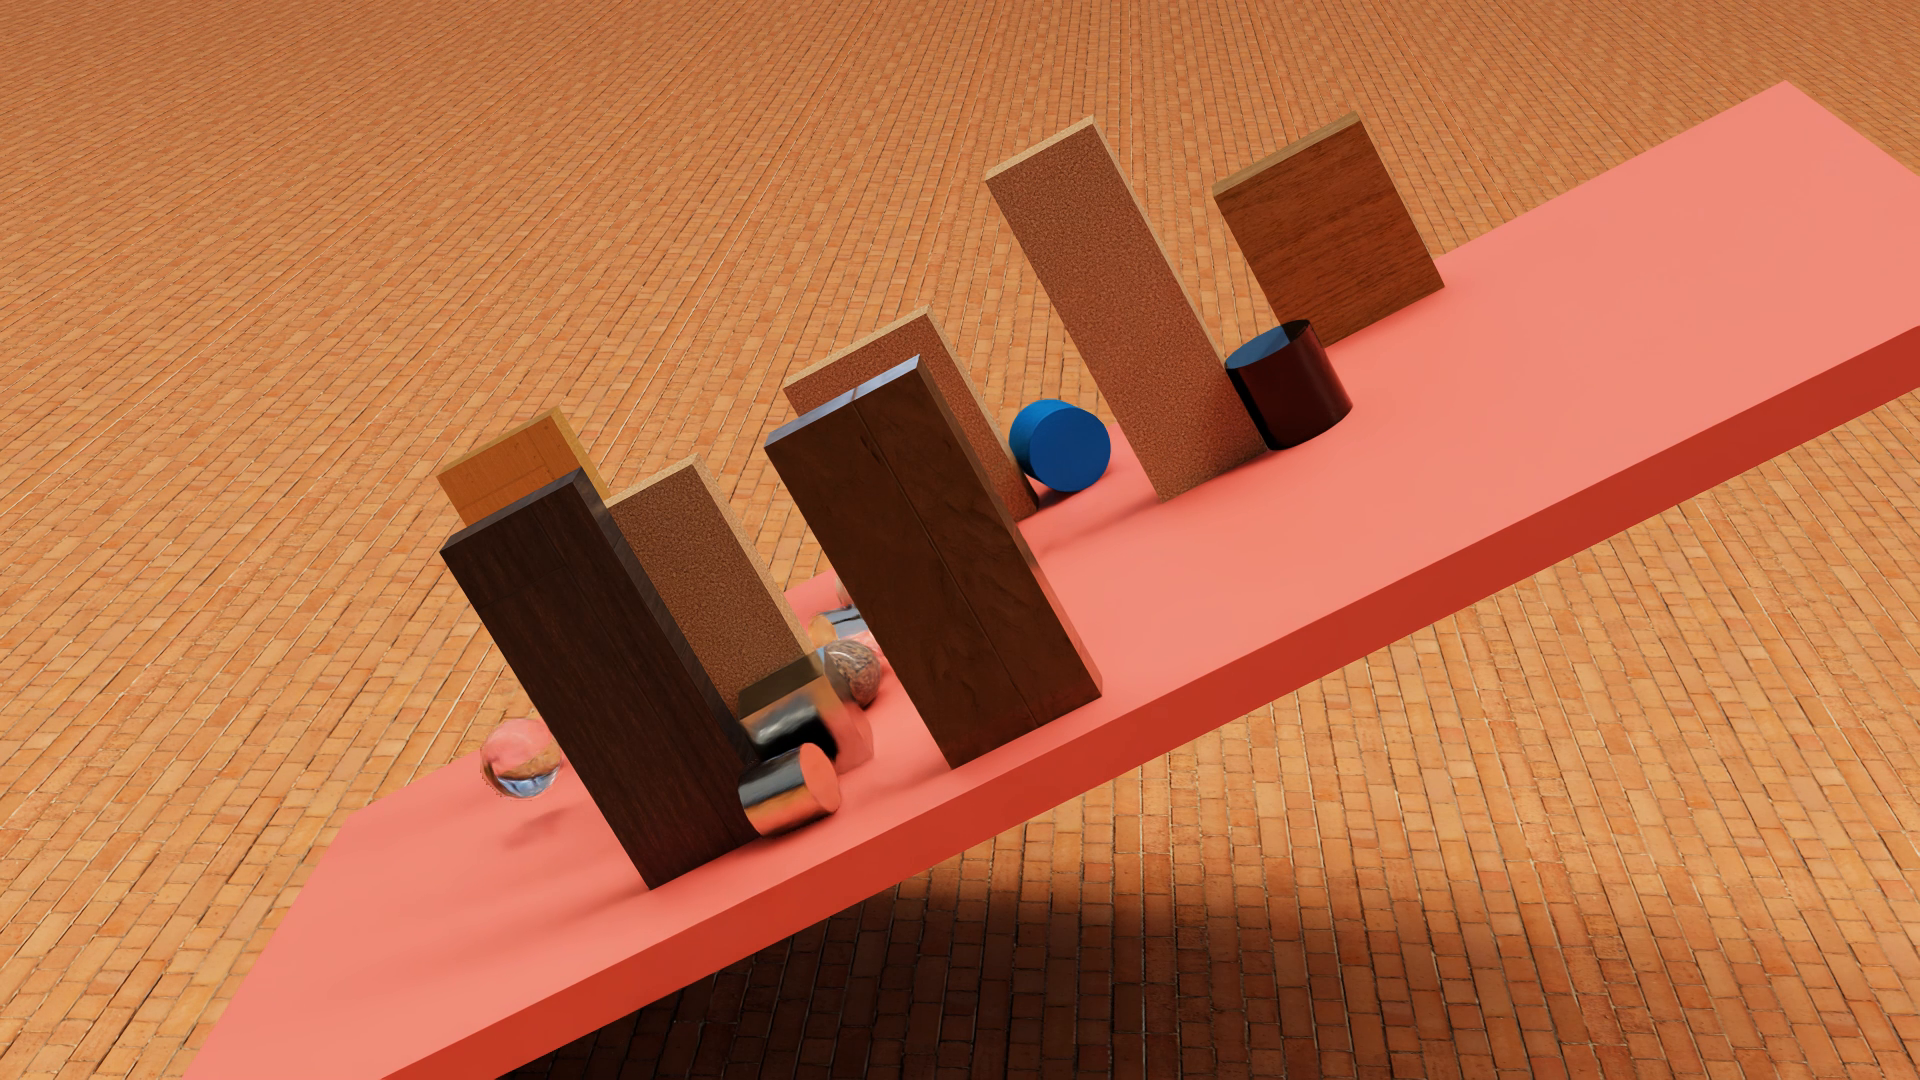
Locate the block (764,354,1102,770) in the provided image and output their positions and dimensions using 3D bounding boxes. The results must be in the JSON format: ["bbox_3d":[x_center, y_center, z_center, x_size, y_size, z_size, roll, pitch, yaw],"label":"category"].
[{"bbox_3d":[-0.044,0.046,5.410,0.316,0.707,0.102,-27,14,11],"label":"block"}]

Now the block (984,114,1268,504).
[{"bbox_3d":[0.359,-0.489,6.275,0.255,0.799,0.116,-27,14,11],"label":"block"}]

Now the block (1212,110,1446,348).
[{"bbox_3d":[0.849,-0.703,6.792,0.372,0.436,0.142,-27,14,11],"label":"block"}]

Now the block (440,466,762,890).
[{"bbox_3d":[-0.664,0.273,5.682,0.297,0.789,0.103,-27,14,11],"label":"block"}]

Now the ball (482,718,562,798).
[{"bbox_3d":[-0.975,0.486,6.541,0.178,0.178,0.178,0,18,0],"label":"ball"}]

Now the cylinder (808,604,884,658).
[{"bbox_3d":[-0.236,0.205,6.271,0.127,0.127,0.127,-14,23,-32],"label":"cylinder"}]

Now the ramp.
[{"bbox_3d":[0.141,0.167,6.282,4.000,0.100,2.000,-27,14,11],"label":"ramp"}]

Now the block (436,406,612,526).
[{"bbox_3d":[-0.873,0.092,6.792,0.308,0.756,0.088,-27,14,11],"label":"block"}]

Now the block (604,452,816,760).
[{"bbox_3d":[-0.543,0.198,5.983,0.395,0.653,0.090,-27,14,11],"label":"block"}]

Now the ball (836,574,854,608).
[{"bbox_3d":[-0.198,0.100,6.640,0.167,0.167,0.167,0,18,0],"label":"ball"}]

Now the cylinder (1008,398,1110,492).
[{"bbox_3d":[0.231,-0.221,6.844,0.195,0.195,0.195,-4,10,-12],"label":"cylinder"}]

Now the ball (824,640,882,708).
[{"bbox_3d":[-0.238,0.282,6.120,0.152,0.152,0.152,0,18,0],"label":"ball"}]

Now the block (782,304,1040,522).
[{"bbox_3d":[-0.111,-0.221,6.821,0.379,0.535,0.099,-27,14,11],"label":"block"}]

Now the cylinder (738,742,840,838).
[{"bbox_3d":[-0.326,0.479,5.632,0.141,0.141,0.141,-24,9,21],"label":"cylinder"}]

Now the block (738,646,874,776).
[{"bbox_3d":[-0.308,0.368,5.867,0.197,0.197,0.197,-29,14,4],"label":"block"}]

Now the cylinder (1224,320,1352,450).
[{"bbox_3d":[0.701,-0.331,6.275,0.204,0.204,0.204,-28,14,8],"label":"cylinder"}]
